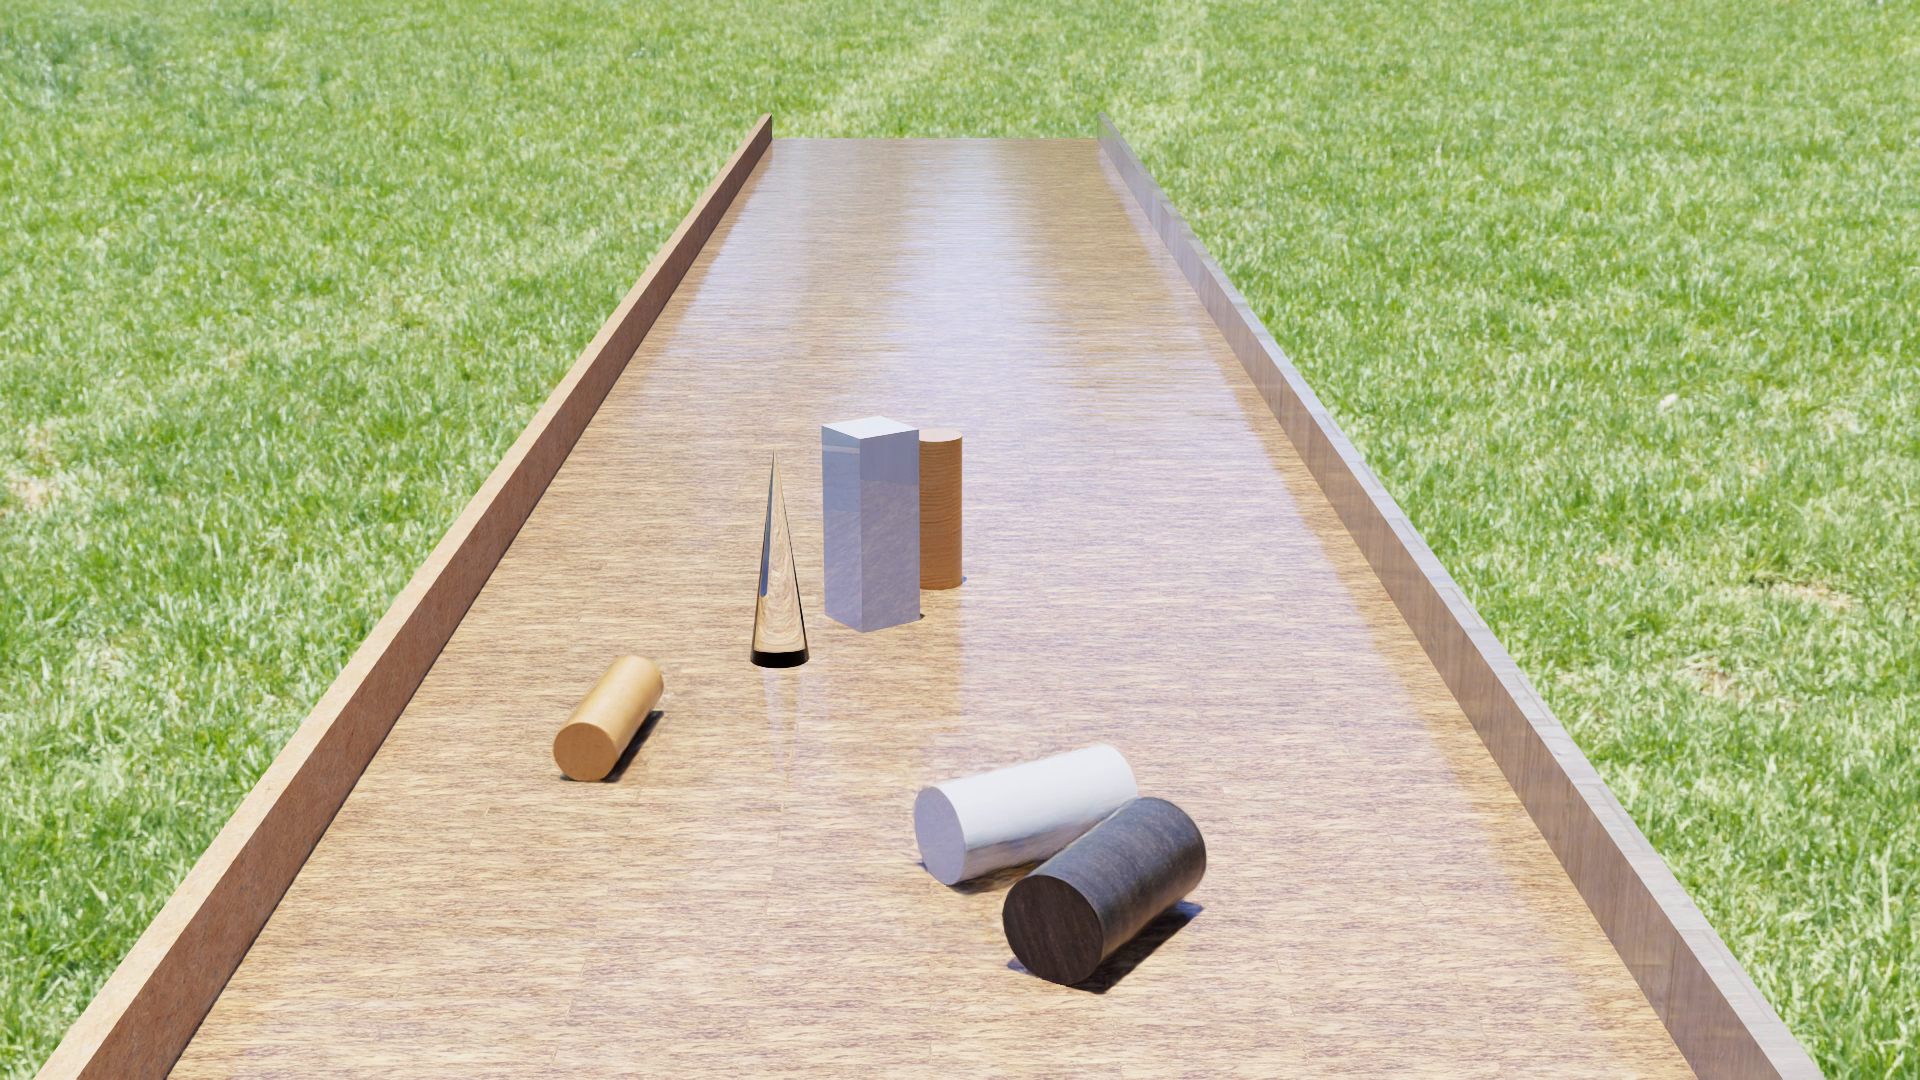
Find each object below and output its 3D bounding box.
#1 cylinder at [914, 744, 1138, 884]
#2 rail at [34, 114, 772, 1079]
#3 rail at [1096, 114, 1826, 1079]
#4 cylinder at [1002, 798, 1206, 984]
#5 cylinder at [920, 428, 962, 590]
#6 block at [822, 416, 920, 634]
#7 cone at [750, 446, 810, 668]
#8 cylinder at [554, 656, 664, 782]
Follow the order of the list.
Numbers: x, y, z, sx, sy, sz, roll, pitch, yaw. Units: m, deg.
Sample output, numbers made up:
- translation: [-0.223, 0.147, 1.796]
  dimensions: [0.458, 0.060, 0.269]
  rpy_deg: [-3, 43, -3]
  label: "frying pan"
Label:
- translation: [0.107, 0.433, 3.496]
  dimensions: [0.328, 0.156, 0.156]
  rpy_deg: [-10, 19, -30]
  label: "cylinder"
- translation: [-1.118, -0.838, 7.780]
  dimensions: [0.050, 0.150, 12.000]
  rpy_deg: [0, 17, -1]
  label: "rail"
- translation: [0.932, -0.844, 7.801]
  dimensions: [0.050, 0.150, 12.000]
  rpy_deg: [0, 17, -1]
  label: "rail"
- translation: [0.216, 0.509, 3.226]
  dimensions: [0.164, 0.164, 0.325]
  rpy_deg: [10, 19, 31]
  label: "cylinder"
- translation: [-0.054, -0.068, 4.862]
  dimensions: [0.119, 0.338, 0.119]
  rpy_deg: [0, 17, 0]
  label: "cylinder"
- translation: [-0.186, -0.034, 4.612]
  dimensions: [0.146, 0.416, 0.146]
  rpy_deg: [-11, 20, -34]
  label: "block"
- translation: [-0.363, 0.024, 4.362]
  dimensions: [0.120, 0.447, 0.120]
  rpy_deg: [0, 17, 0]
  label: "cone"
- translation: [-0.629, 0.318, 3.964]
  dimensions: [0.111, 0.111, 0.349]
  rpy_deg: [2, 17, 6]
  label: "cylinder"
